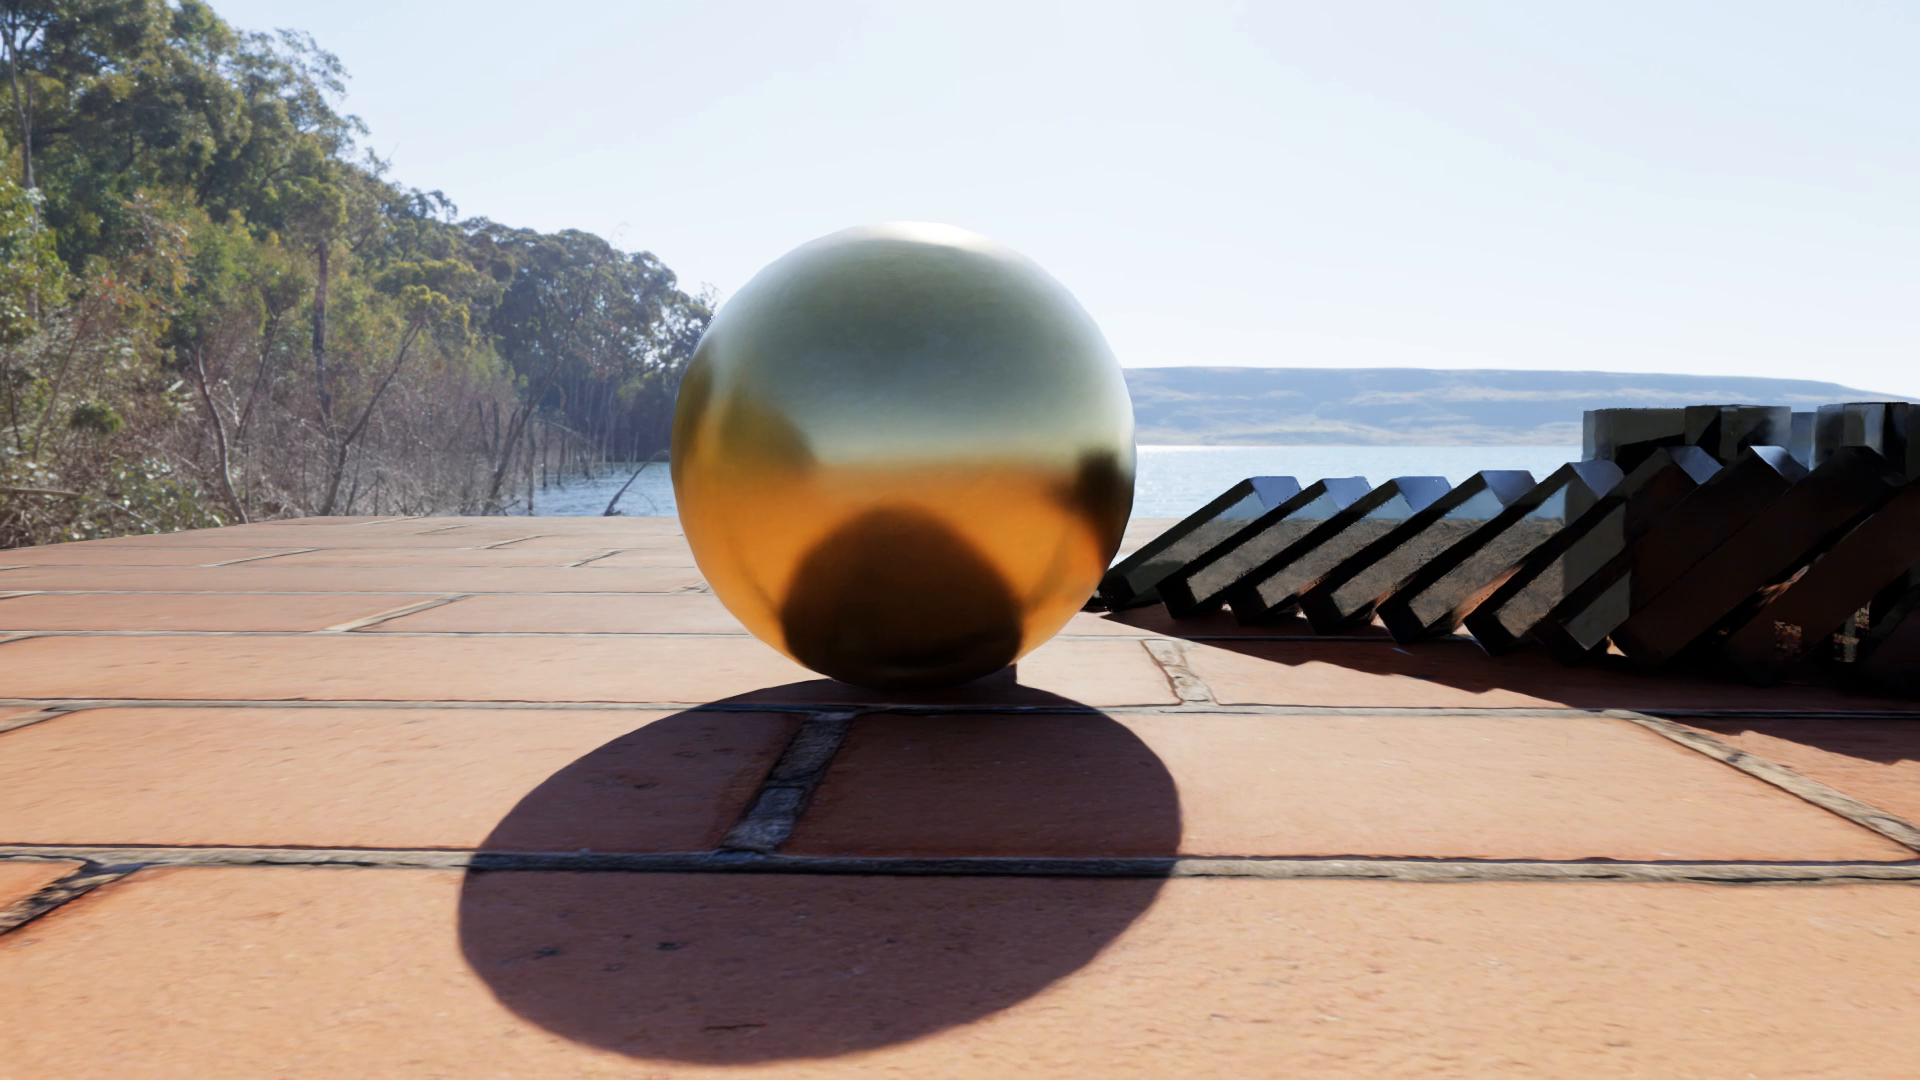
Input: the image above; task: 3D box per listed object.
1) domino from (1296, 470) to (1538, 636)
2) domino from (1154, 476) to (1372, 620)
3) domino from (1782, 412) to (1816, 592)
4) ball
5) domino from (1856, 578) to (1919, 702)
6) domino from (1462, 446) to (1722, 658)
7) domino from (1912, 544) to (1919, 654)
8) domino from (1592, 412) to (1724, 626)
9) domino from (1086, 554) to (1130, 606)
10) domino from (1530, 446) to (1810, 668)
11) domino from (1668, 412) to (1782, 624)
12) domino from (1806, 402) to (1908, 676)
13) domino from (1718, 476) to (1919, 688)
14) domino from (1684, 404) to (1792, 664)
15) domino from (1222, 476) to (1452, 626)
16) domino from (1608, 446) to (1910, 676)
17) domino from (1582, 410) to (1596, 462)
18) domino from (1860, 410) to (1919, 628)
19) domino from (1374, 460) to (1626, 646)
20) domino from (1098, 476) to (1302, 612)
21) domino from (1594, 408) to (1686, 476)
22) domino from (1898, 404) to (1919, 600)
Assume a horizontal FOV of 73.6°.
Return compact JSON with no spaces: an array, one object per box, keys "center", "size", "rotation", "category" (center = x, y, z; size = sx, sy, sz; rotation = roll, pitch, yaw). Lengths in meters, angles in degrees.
[{"center":[0.101,0.003,0.280],"size":[0.025,0.010,0.050],"rotation":[-4,-30,-45],"category":"domino"},{"center":[0.074,0.002,0.309],"size":[0.050,0.009,0.025],"rotation":[-37,-19,35],"category":"domino"},{"center":[0.208,-0.006,0.315],"size":[0.010,0.050,0.025],"rotation":[1,4,11],"category":"domino"},{"center":[-0.009,-0.014,0.222],"size":[0.080,0.080,0.080],"rotation":[0,4,0],"category":"ball"},{"center":[0.173,0.003,0.214],"size":[0.009,0.050,0.025],"rotation":[40,24,25],"category":"domino"},{"center":[0.125,0.003,0.252],"size":[0.025,0.009,0.050],"rotation":[-4,-39,-45],"category":"domino"},{"center":[0.206,-0.001,0.253],"size":[0.009,0.050,0.025],"rotation":[-3,5,-39],"category":"domino"},{"center":[0.169,-0.006,0.311],"size":[0.009,0.050,0.025],"rotation":[-3,5,-30],"category":"domino"},{"center":[0.043,0.011,0.362],"size":[0.025,0.010,0.050],"rotation":[4,6,45],"category":"domino"},{"center":[0.134,0.003,0.241],"size":[0.025,0.050,0.009],"rotation":[-5,51,-47],"category":"domino"},{"center":[0.188,-0.006,0.316],"size":[0.009,0.050,0.025],"rotation":[0,4,-5],"category":"domino"},{"center":[0.171,-0.001,0.246],"size":[0.010,0.050,0.025],"rotation":[2,5,24],"category":"domino"},{"center":[0.158,0.004,0.223],"size":[0.025,0.050,0.009],"rotation":[-5,48,-51],"category":"domino"},{"center":[0.156,-0.002,0.258],"size":[0.025,0.050,0.009],"rotation":[-3,5,-37],"category":"domino"},{"center":[0.087,0.003,0.294],"size":[0.025,0.009,0.050],"rotation":[-4,-27,-45],"category":"domino"},{"center":[0.145,0.004,0.233],"size":[0.025,0.050,0.010],"rotation":[-5,51,-47],"category":"domino"},{"center":[0.157,-0.005,0.295],"size":[0.025,0.050,0.009],"rotation":[2,5,25],"category":"domino"},{"center":[0.225,-0.005,0.306],"size":[0.025,0.050,0.010],"rotation":[-4,6,-43],"category":"domino"},{"center":[0.113,0.003,0.266],"size":[0.025,0.009,0.050],"rotation":[-4,-33,-45],"category":"domino"},{"center":[0.060,0.001,0.320],"size":[0.050,0.010,0.025],"rotation":[-37,-19,35],"category":"domino"},{"center":[0.151,-0.003,0.277],"size":[0.025,0.050,0.009],"rotation":[1,4,7],"category":"domino"},{"center":[0.189,-0.001,0.242],"size":[0.009,0.050,0.025],"rotation":[-2,5,-23],"category":"domino"}]
